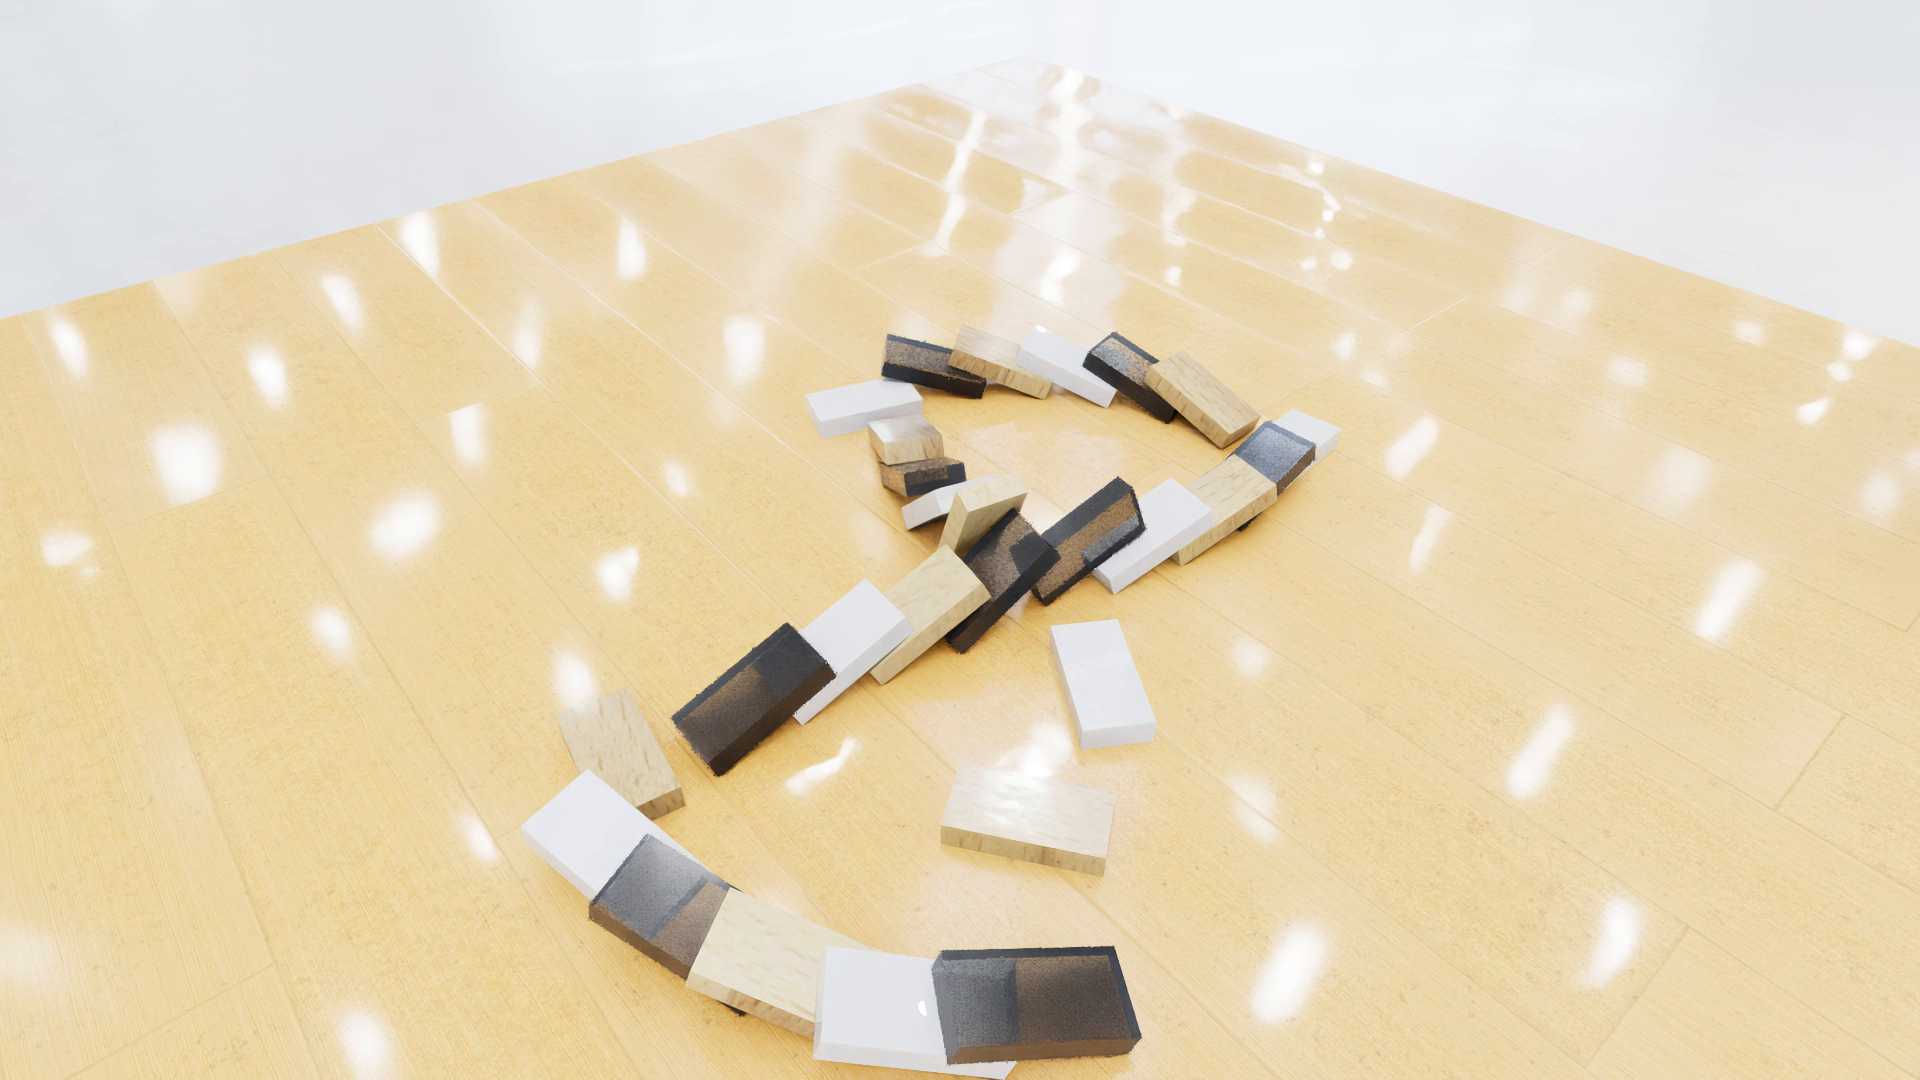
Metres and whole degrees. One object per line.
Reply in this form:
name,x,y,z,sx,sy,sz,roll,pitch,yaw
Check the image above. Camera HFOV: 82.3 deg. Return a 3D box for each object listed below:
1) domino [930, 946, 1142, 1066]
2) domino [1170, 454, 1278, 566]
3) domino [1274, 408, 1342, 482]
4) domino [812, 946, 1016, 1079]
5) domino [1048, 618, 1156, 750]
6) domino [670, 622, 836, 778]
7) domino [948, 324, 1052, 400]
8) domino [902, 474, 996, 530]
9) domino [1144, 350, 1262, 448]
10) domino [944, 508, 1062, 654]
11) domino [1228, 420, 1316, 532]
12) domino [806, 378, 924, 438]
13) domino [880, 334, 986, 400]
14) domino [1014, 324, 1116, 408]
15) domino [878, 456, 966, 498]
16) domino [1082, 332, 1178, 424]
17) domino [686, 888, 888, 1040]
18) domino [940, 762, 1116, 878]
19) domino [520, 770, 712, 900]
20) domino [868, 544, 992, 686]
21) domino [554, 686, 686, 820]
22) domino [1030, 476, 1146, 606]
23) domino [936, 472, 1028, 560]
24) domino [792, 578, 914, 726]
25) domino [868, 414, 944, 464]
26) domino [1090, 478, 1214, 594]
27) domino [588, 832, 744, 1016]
domino,0.019,0.120,0.285,0.050,0.010,0.025,6,40,-19
domino,0.101,-0.013,0.447,0.050,0.010,0.025,-33,48,-11
domino,0.146,-0.041,0.493,0.025,0.010,0.050,31,48,32
domino,-0.012,0.122,0.283,0.050,0.009,0.025,12,39,-12
domino,0.049,0.049,0.383,0.025,0.010,0.050,-5,40,-7
domino,-0.069,0.052,0.367,0.050,0.010,0.025,-40,51,-15
domino,0.021,-0.087,0.539,0.050,0.010,0.025,20,40,-4
domino,-0.004,-0.015,0.436,0.025,0.010,0.050,-16,-1,-18
domino,0.113,-0.066,0.512,0.025,0.009,0.050,-29,64,-34
domino,0.011,0.015,0.403,0.050,0.010,0.025,-45,48,6
domino,0.125,-0.028,0.466,0.050,0.009,0.025,-41,53,-19
domino,-0.045,-0.064,0.521,0.050,0.010,0.025,-15,42,-17
domino,-0.013,-0.085,0.537,0.050,0.009,0.025,12,38,-11
domino,0.054,-0.085,0.535,0.050,0.010,0.025,27,43,3
domino,-0.016,-0.028,0.459,0.025,0.010,0.050,-11,12,-14
domino,0.086,-0.079,0.528,0.050,0.010,0.025,37,49,14
domino,-0.044,0.115,0.292,0.050,0.010,0.025,23,42,-1
domino,0.021,0.086,0.339,0.050,0.010,0.025,9,40,10
domino,-0.100,0.092,0.321,0.050,0.009,0.025,34,48,14
domino,-0.016,0.026,0.395,0.050,0.010,0.025,-39,48,-5
domino,-0.111,0.071,0.356,0.025,0.010,0.050,-22,44,-24
domino,0.046,0.001,0.418,0.050,0.025,0.009,-37,48,-9
domino,0.007,-0.005,0.418,0.025,0.050,0.010,-19,65,-22
domino,-0.044,0.038,0.383,0.050,0.010,0.025,-40,51,-12
domino,-0.025,-0.045,0.484,0.025,0.010,0.050,-9,18,-11
domino,0.072,-0.002,0.435,0.050,0.009,0.025,-33,47,-11
domino,-0.074,0.105,0.303,0.050,0.010,0.025,29,45,7
